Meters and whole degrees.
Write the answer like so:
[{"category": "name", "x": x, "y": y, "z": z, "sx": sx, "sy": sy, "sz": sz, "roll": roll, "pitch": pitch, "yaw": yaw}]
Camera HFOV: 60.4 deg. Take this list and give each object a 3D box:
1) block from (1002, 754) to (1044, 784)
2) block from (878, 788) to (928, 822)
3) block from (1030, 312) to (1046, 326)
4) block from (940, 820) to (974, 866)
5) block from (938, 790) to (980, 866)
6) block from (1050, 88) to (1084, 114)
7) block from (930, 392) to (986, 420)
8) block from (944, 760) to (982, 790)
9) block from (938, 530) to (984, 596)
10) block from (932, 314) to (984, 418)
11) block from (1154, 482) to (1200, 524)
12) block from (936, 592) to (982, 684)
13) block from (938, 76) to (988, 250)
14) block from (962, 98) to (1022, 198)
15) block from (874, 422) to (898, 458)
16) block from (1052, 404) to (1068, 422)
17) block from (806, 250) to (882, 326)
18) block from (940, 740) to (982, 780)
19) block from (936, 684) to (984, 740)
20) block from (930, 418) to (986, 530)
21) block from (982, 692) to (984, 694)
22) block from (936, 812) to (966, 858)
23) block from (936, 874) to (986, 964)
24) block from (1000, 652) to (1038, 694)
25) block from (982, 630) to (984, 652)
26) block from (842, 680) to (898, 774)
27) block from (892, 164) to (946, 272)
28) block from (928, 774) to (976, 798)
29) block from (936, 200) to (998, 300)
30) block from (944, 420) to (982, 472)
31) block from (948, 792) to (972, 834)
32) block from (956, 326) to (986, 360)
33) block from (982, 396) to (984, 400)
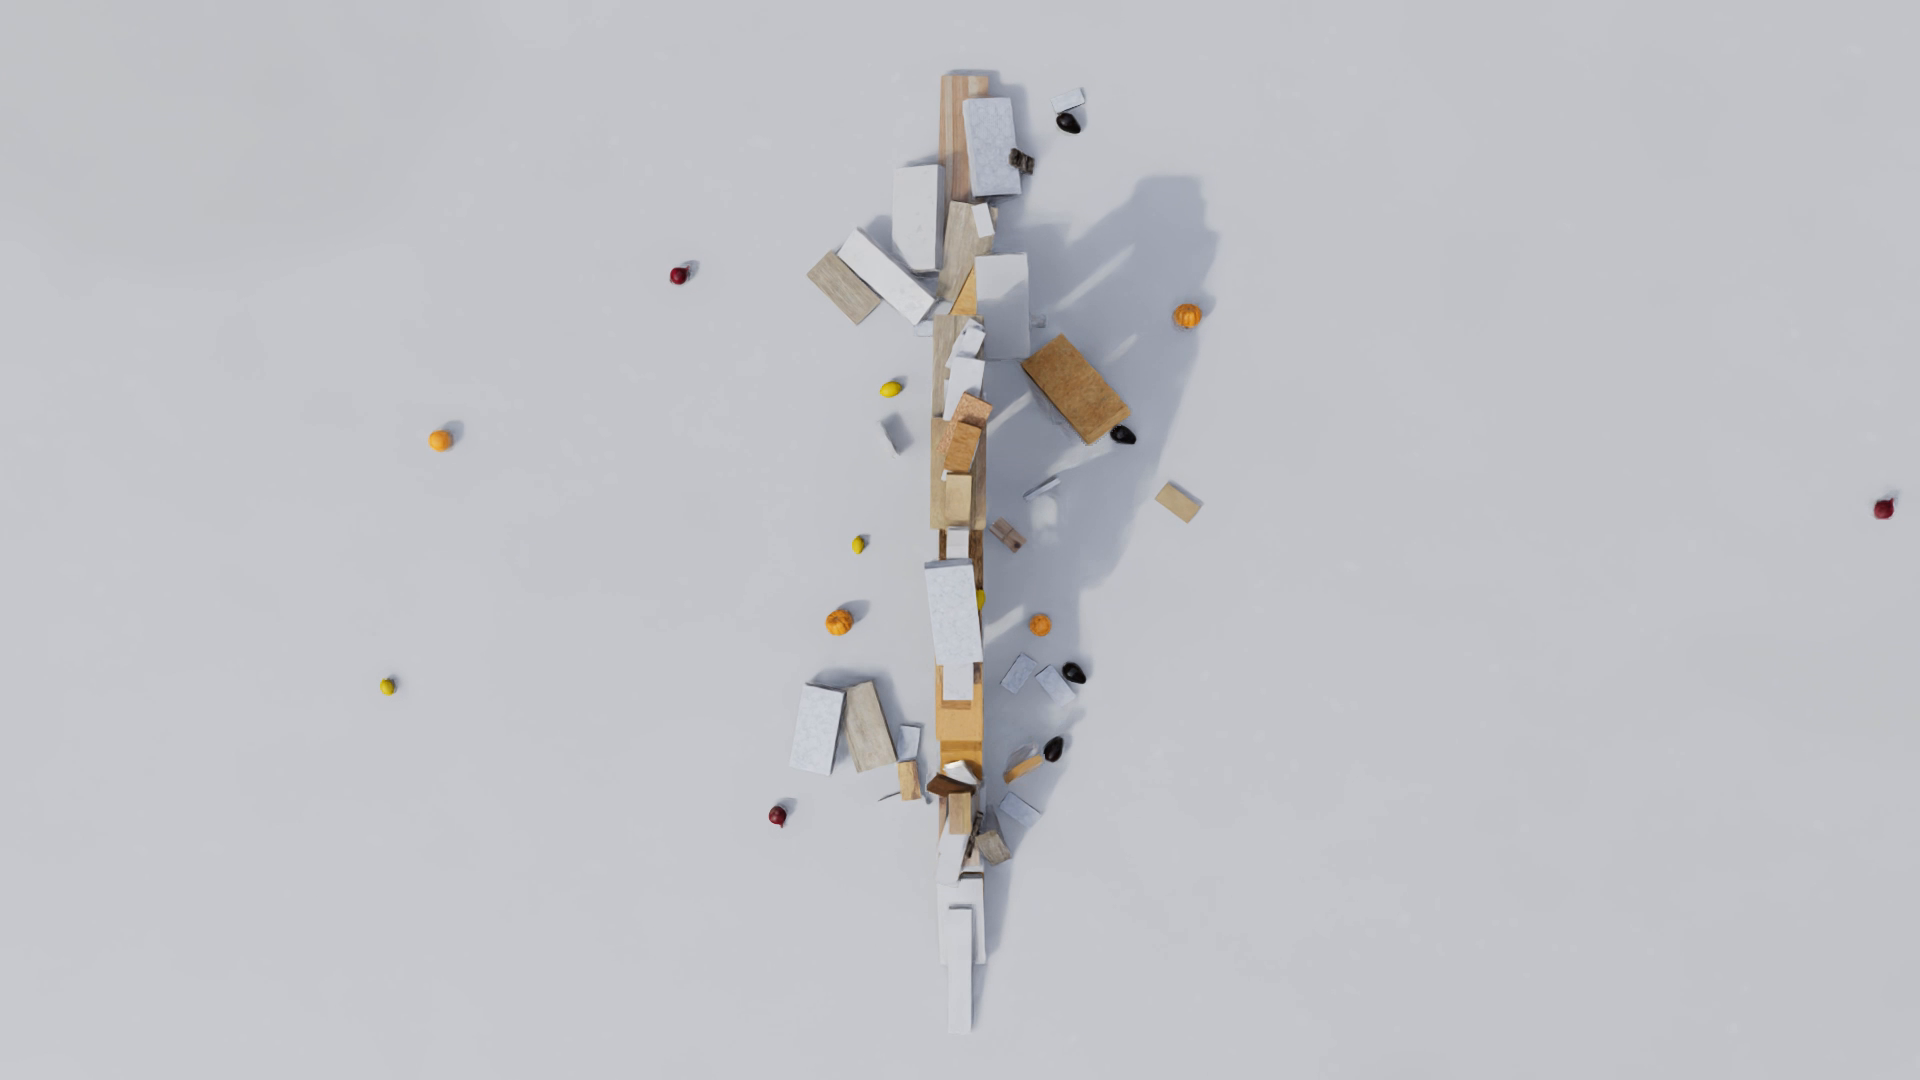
[{"category": "block", "x": 0.206, "y": 0.749, "z": 5.398, "sx": 0.091, "sy": 0.183, "sz": 0.026, "roll": -25, "pitch": 78, "yaw": -20}, {"category": "block", "x": -0.190, "y": 0.878, "z": 5.489, "sx": 0.149, "sy": 0.021, "sz": 0.075, "roll": -21, "pitch": 90, "yaw": 0}, {"category": "block", "x": 0.234, "y": -0.730, "z": 5.478, "sx": 0.103, "sy": 0.015, "sz": 0.051, "roll": -3, "pitch": 49, "yaw": 0}, {"category": "block", "x": -0.012, "y": 0.964, "z": 5.298, "sx": 0.074, "sy": 0.021, "sz": 0.148, "roll": 15, "pitch": 95, "yaw": 0}, {"category": "block", "x": -0.003, "y": 0.924, "z": 5.360, "sx": 0.131, "sy": 0.037, "sz": 0.262, "roll": 0, "pitch": 87, "yaw": 0}, {"category": "block", "x": 0.359, "y": -1.461, "z": 5.493, "sx": 0.103, "sy": 0.015, "sz": 0.052, "roll": -21, "pitch": 90, "yaw": 0}, {"category": "block", "x": -0.005, "y": -0.287, "z": 5.134, "sx": 0.171, "sy": 0.048, "sz": 0.342, "roll": 0, "pitch": 90, "yaw": 0}, {"category": "block", "x": 0.008, "y": 0.753, "z": 5.236, "sx": 0.069, "sy": 0.020, "sz": 0.139, "roll": -17, "pitch": 132, "yaw": 17}, {"category": "block", "x": 0.003, "y": 0.052, "z": 5.200, "sx": 0.140, "sy": 0.316, "sz": 0.040, "roll": 0, "pitch": 134, "yaw": 0}, {"category": "block", "x": -0.006, "y": -0.503, "z": 4.792, "sx": 0.148, "sy": 0.042, "sz": 0.296, "roll": 1, "pitch": 90, "yaw": 0}, {"category": "block", "x": 0.723, "y": -0.123, "z": 5.490, "sx": 0.136, "sy": 0.019, "sz": 0.068, "roll": 37, "pitch": 90, "yaw": 0}, {"category": "block", "x": -0.004, "y": 0.300, "z": 5.065, "sx": 0.140, "sy": 0.040, "sz": 0.280, "roll": 1, "pitch": 90, "yaw": 1}, {"category": "block", "x": 0.008, "y": -1.250, "z": 5.478, "sx": 0.158, "sy": 0.045, "sz": 0.572, "roll": 2, "pitch": 90, "yaw": 0}, {"category": "block", "x": 0.105, "y": -1.293, "z": 5.438, "sx": 0.157, "sy": 0.045, "sz": 0.315, "roll": -8, "pitch": 94, "yaw": -23}, {"category": "block", "x": -0.245, "y": -0.331, "z": 5.469, "sx": 0.018, "sy": 0.063, "sz": 0.125, "roll": -30, "pitch": 90, "yaw": 0}, {"category": "block", "x": 0.399, "y": -0.446, "z": 5.487, "sx": 0.184, "sy": 0.026, "sz": 0.092, "roll": -5, "pitch": 90, "yaw": 0}, {"category": "block", "x": -0.387, "y": -0.837, "z": 5.483, "sx": 0.117, "sy": 0.033, "sz": 0.235, "roll": -45, "pitch": 90, "yaw": 0}, {"category": "block", "x": 0.005, "y": 0.706, "z": 5.264, "sx": 0.131, "sy": 0.262, "sz": 0.037, "roll": 0, "pitch": 62, "yaw": 0}, {"category": "block", "x": -0.003, "y": 0.479, "z": 5.178, "sx": 0.149, "sy": 0.042, "sz": 0.298, "roll": 0, "pitch": 89, "yaw": 0}, {"category": "block", "x": -0.005, "y": -0.190, "z": 4.765, "sx": 0.160, "sy": 0.045, "sz": 0.320, "roll": 1, "pitch": 89, "yaw": 0}, {"category": "block", "x": -0.001, "y": 0.497, "z": 5.350, "sx": 0.149, "sy": 0.298, "sz": 0.042, "roll": 0, "pitch": 98, "yaw": 0}, {"category": "block", "x": -0.018, "y": 0.935, "z": 5.275, "sx": 0.072, "sy": 0.020, "sz": 0.144, "roll": 17, "pitch": 95, "yaw": 0}, {"category": "block", "x": 0.004, "y": 1.250, "z": 5.436, "sx": 0.150, "sy": 0.043, "sz": 0.301, "roll": -2, "pitch": 102, "yaw": 0}, {"category": "block", "x": 0.195, "y": 0.444, "z": 5.491, "sx": 0.063, "sy": 0.018, "sz": 0.127, "roll": 35, "pitch": 90, "yaw": 0}, {"category": "block", "x": 0.000, "y": 0.305, "z": 5.350, "sx": 0.149, "sy": 0.298, "sz": 0.042, "roll": 0, "pitch": 100, "yaw": 0}, {"category": "block", "x": -0.314, "y": 0.619, "z": 5.470, "sx": 0.140, "sy": 0.040, "sz": 0.280, "roll": -18, "pitch": 90, "yaw": 9}, {"category": "block", "x": -0.138, "y": -1.056, "z": 5.436, "sx": 0.170, "sy": 0.048, "sz": 0.340, "roll": 2, "pitch": 90, "yaw": 31}, {"category": "block", "x": -0.027, "y": 0.791, "z": 5.242, "sx": 0.139, "sy": 0.020, "sz": 0.069, "roll": 23, "pitch": 127, "yaw": -18}, {"category": "block", "x": 0.023, "y": -0.949, "z": 5.436, "sx": 0.157, "sy": 0.045, "sz": 0.315, "roll": 9, "pitch": 105, "yaw": -2}, {"category": "block", "x": 0.007, "y": -0.260, "z": 4.677, "sx": 0.071, "sy": 0.020, "sz": 0.142, "roll": 17, "pitch": 103, "yaw": -2}, {"category": "block", "x": 0.000, "y": 0.867, "z": 5.239, "sx": 0.069, "sy": 0.020, "sz": 0.139, "roll": -1, "pitch": 102, "yaw": 1}, {"category": "block", "x": 0.029, "y": -0.554, "z": 4.731, "sx": 0.053, "sy": 0.015, "sz": 0.105, "roll": 23, "pitch": 95, "yaw": -1}, {"category": "block", "x": -0.001, "y": -0.400, "z": 4.962, "sx": 0.148, "sy": 0.296, "sz": 0.042, "roll": -1, "pitch": 90, "yaw": 0}]
